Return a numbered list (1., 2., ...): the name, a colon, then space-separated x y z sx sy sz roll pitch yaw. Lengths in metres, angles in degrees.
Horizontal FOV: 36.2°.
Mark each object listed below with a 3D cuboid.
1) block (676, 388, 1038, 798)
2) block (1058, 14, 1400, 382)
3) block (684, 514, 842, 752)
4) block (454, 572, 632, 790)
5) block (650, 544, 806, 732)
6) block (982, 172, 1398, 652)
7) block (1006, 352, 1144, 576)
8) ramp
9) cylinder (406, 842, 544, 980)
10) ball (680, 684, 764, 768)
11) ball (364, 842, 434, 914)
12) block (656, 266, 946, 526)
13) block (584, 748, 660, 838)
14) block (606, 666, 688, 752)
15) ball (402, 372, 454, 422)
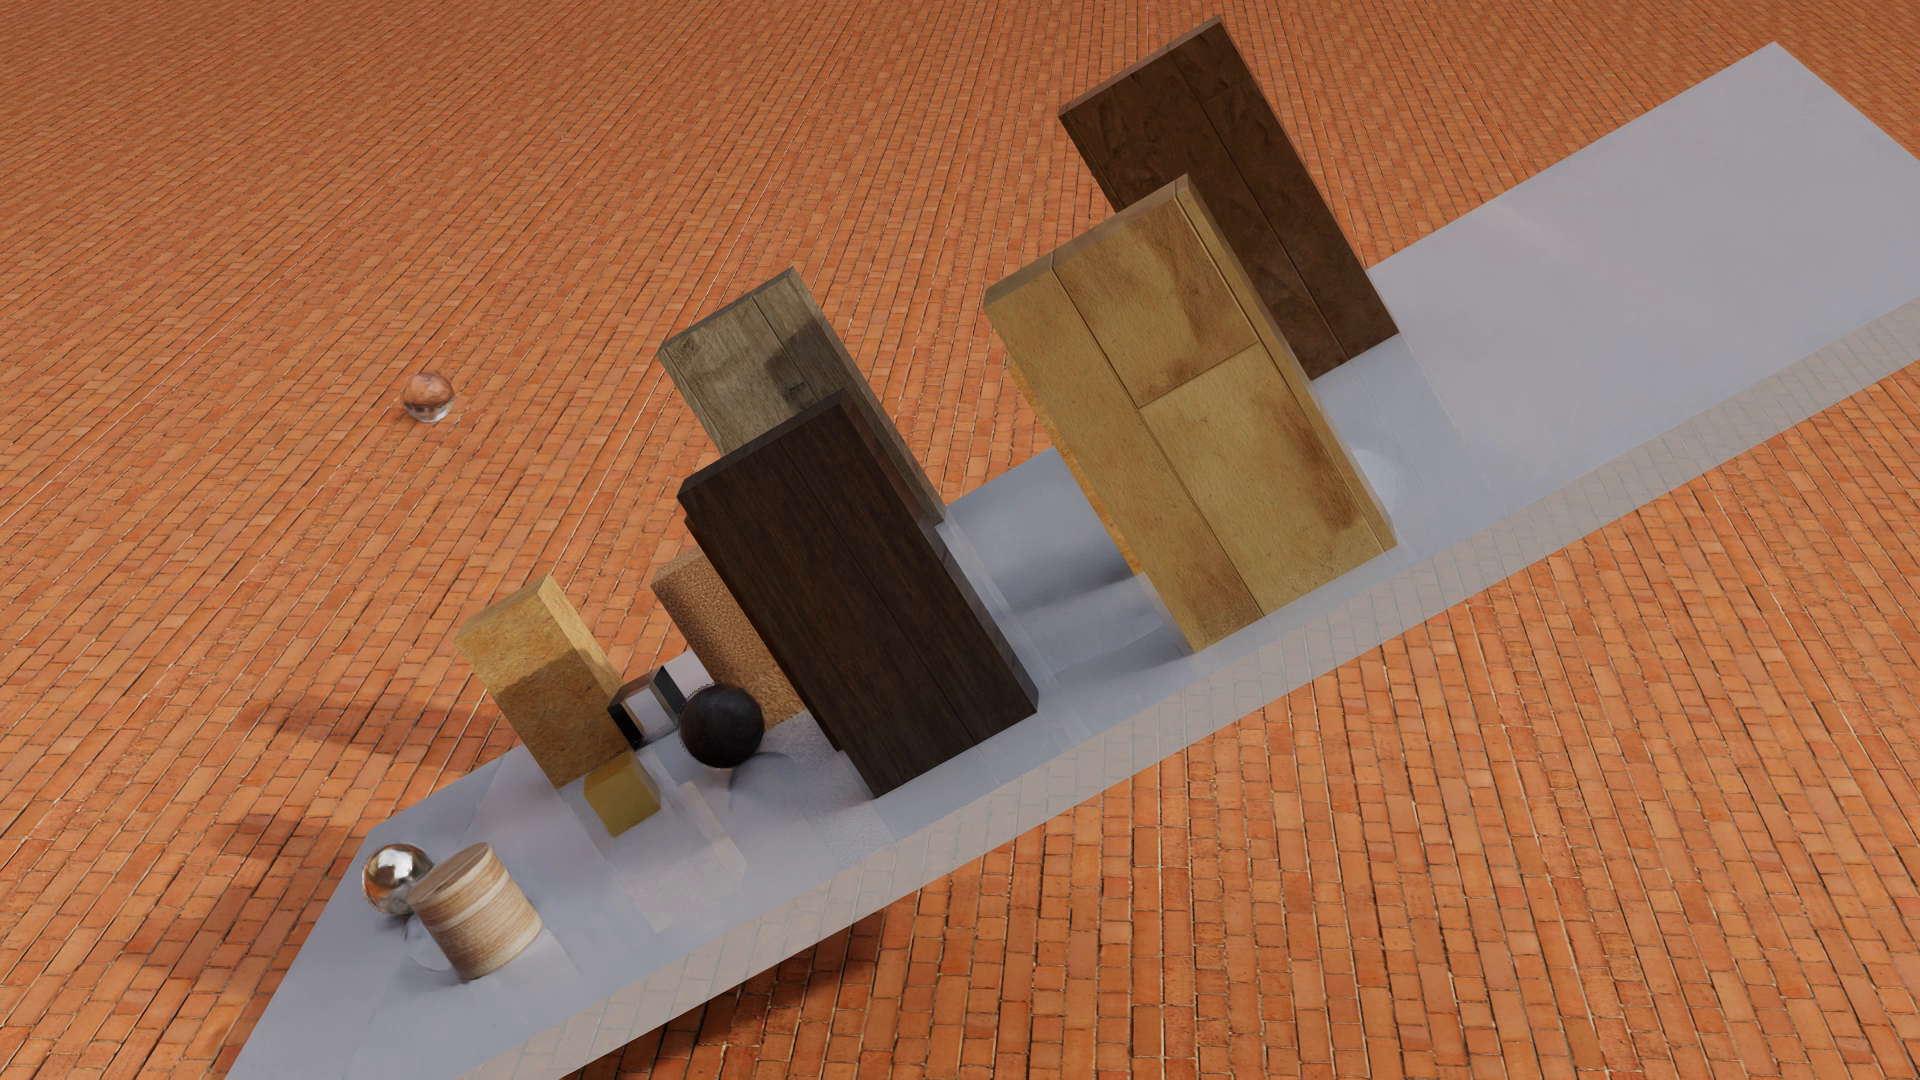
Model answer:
1. block: -0.188 0.105 5.570 0.360 0.707 0.106 -29 15 13
2. block: 0.588 -0.697 6.411 0.399 0.788 0.105 -29 15 13
3. block: -0.279 0.117 5.974 0.287 0.579 0.087 -29 15 13
4. block: -0.965 0.334 6.966 0.240 0.436 0.145 -29 15 13
5. block: -0.423 0.172 6.422 0.320 0.414 0.118 -29 15 13
6. block: 0.417 -0.222 5.296 0.418 0.753 0.141 -29 15 13
7. block: 0.380 -0.243 5.920 0.361 0.508 0.133 -29 15 13
8. ramp: 0.141 0.168 6.288 4.000 0.100 2.000 -29 15 13
9. cylinder: -1.005 0.770 6.101 0.203 0.203 0.203 -30 15 9
10. ball: -0.511 0.400 6.325 0.181 0.181 0.181 0 19 0
11. ball: -1.283 0.775 6.736 0.163 0.163 0.163 0 19 0
12. block: -0.382 -0.263 7.155 0.380 0.710 0.103 -29 15 13
13. block: -0.737 0.552 6.419 0.121 0.121 0.121 -32 15 2
14. block: -0.730 0.395 6.908 0.124 0.124 0.124 -27 16 20
15. ball: -2.052 -0.553 11.361 0.195 0.195 0.195 0 19 0
